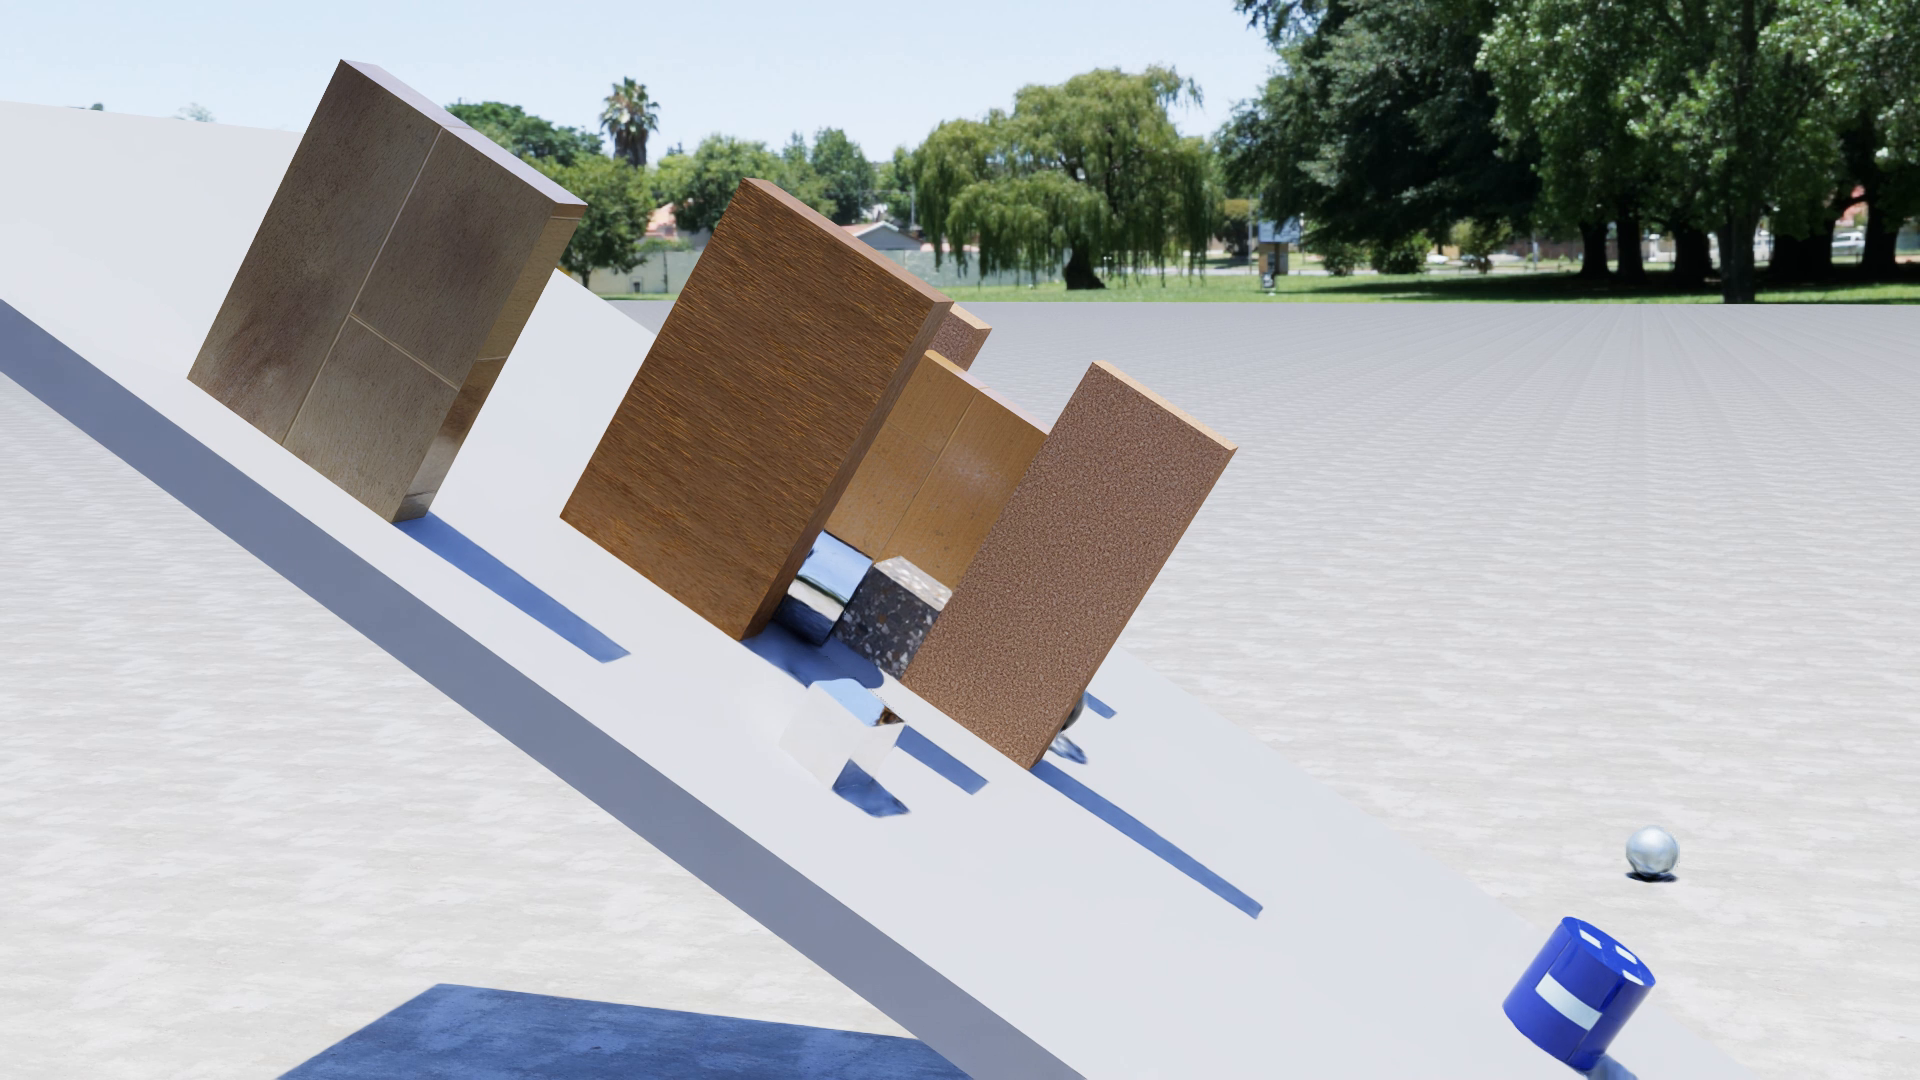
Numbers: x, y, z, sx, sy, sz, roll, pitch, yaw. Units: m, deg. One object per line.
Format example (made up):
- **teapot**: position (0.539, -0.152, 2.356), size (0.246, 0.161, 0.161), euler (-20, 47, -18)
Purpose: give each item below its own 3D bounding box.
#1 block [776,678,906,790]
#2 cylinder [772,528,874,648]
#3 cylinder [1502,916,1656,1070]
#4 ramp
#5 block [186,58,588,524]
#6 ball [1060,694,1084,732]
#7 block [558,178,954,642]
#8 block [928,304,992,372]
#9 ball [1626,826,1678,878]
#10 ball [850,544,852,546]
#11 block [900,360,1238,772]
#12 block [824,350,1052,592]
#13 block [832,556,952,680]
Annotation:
- **block**: position (-0.187, 0.306, 3.482), size (0.121, 0.121, 0.121), euler (38, 16, 23)
- **cylinder**: position (-0.281, 0.066, 3.951), size (0.186, 0.186, 0.186), euler (31, 8, -1)
- **cylinder**: position (1.176, 0.861, 4.181), size (0.204, 0.204, 0.204), euler (29, 15, -8)
- **ramp**: position (-0.159, 0.262, 4.115), size (4.000, 0.100, 2.000), euler (34, 15, 11)
- **block**: position (-0.901, -0.386, 3.439), size (0.424, 0.576, 0.102), euler (34, 15, 11)
- **ball**: position (0.172, 0.303, 4.178), size (0.130, 0.130, 0.130), euler (0, 7, 0)
- **block**: position (-0.355, -0.221, 3.767), size (0.394, 0.681, 0.108), euler (34, 15, 11)
- **block**: position (-0.176, -0.331, 4.858), size (0.268, 0.487, 0.119), euler (34, 15, 11)
- **ball**: position (2.128, 0.960, 6.764), size (0.155, 0.155, 0.155), euler (0, 7, 0)
- **ball**: position (-0.238, 0.070, 4.113), size (0.140, 0.140, 0.140), euler (0, 7, 0)
- **block**: position (0.189, 0.048, 3.944), size (0.287, 0.689, 0.088), euler (34, 15, 11)
- **block**: position (-0.004, -0.095, 4.536), size (0.424, 0.432, 0.087), euler (34, 15, 11)
- **block**: position (-0.113, 0.144, 4.090), size (0.154, 0.154, 0.154), euler (34, 15, 12)
